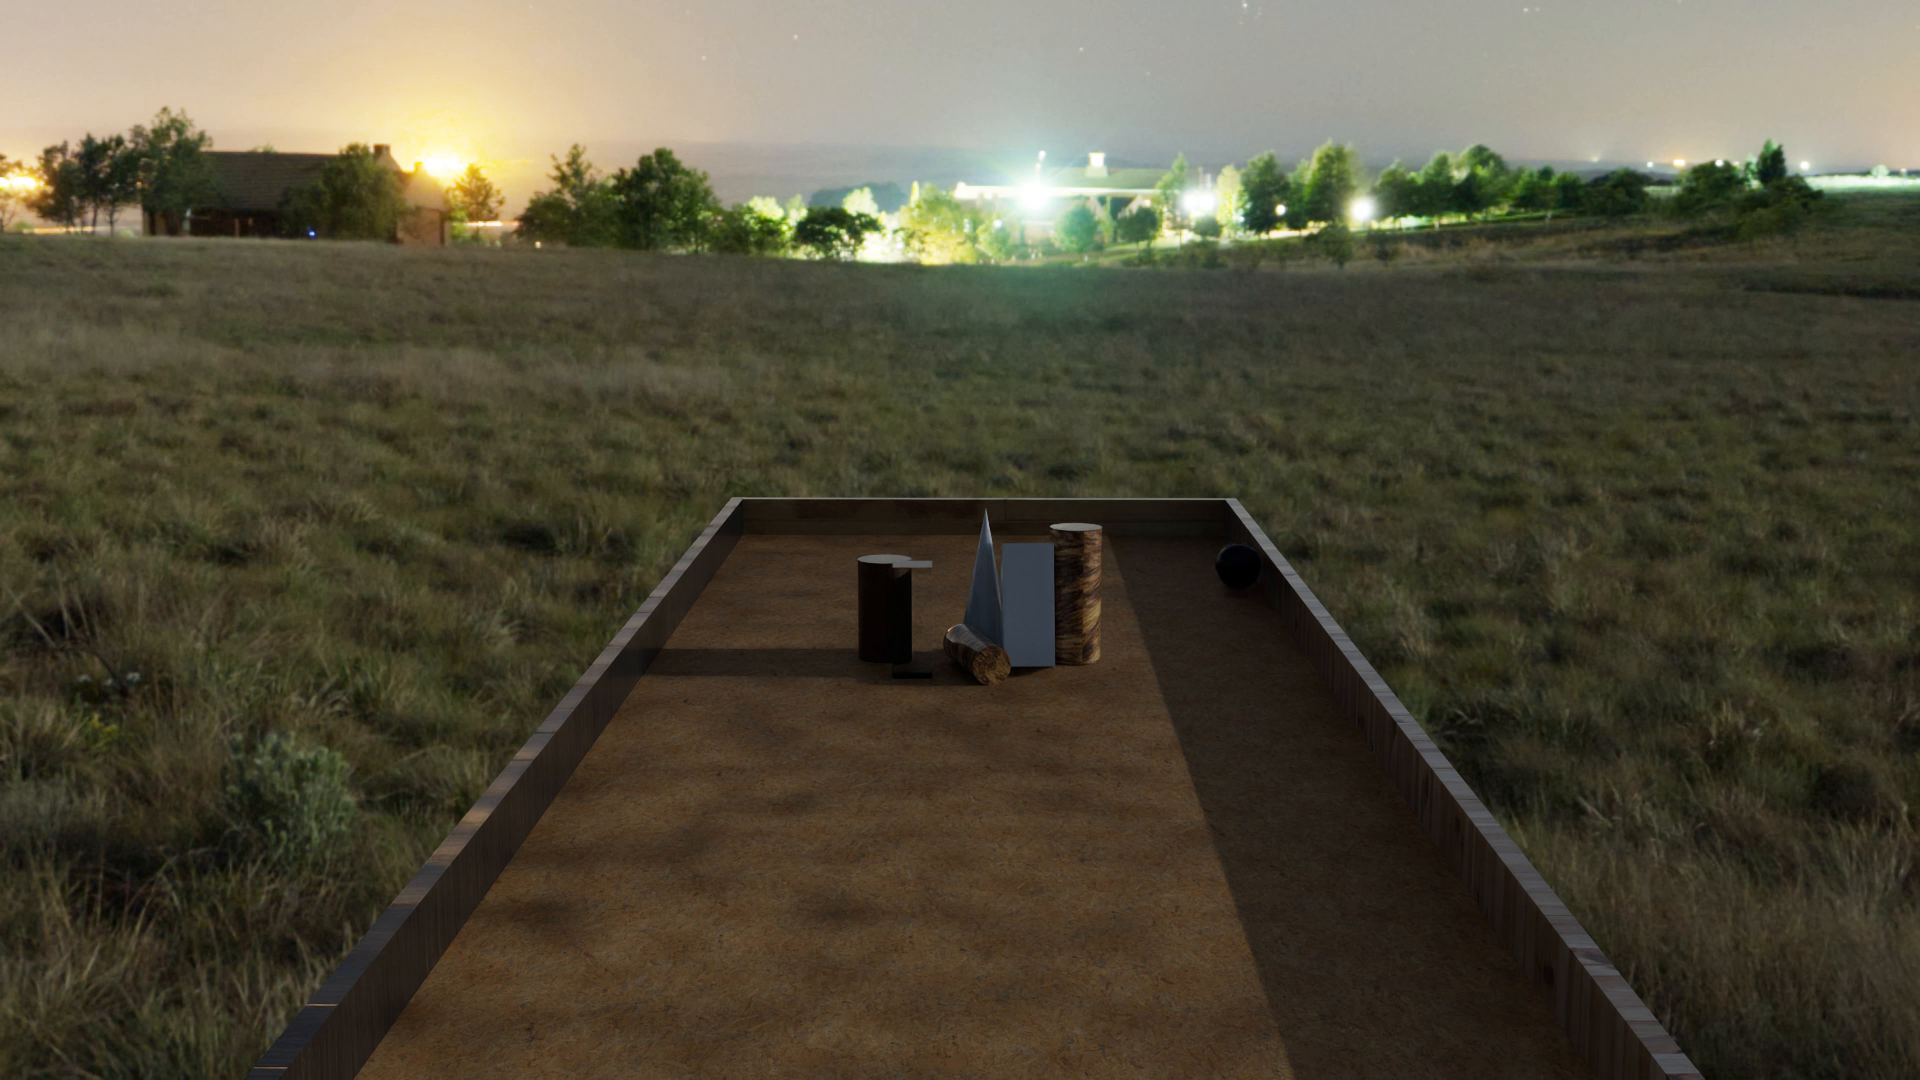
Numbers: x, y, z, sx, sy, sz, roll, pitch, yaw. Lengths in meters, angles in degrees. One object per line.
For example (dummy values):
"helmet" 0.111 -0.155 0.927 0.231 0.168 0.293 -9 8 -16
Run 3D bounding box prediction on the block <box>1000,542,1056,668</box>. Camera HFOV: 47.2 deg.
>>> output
"block" 0.200 0.196 6.537 0.150 0.362 0.150 0 -4 -2

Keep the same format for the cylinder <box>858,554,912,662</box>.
"cylinder" -0.229 0.209 6.718 0.165 0.305 0.165 0 9 0

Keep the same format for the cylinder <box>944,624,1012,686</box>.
"cylinder" 0.048 0.337 6.513 0.116 0.116 0.344 -2 9 -15

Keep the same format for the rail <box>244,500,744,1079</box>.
"rail" -1.004 0.839 3.234 0.050 0.150 12.000 0 9 1

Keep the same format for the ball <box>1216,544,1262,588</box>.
"ball" 1.002 0.093 7.907 0.162 0.162 0.162 0 9 0

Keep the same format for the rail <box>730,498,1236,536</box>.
"rail" 0.099 -0.098 9.147 2.100 0.150 0.050 0 9 1

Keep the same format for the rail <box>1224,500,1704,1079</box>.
"rail" 1.046 0.843 3.208 0.050 0.150 12.000 0 9 1

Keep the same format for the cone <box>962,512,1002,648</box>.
"cone" 0.078 0.127 6.744 0.178 0.458 0.178 0 9 0

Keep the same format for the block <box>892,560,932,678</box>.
"block" -0.139 0.234 6.478 0.115 0.331 0.115 0 9 0

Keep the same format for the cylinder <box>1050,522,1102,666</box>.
"cylinder" 0.349 0.163 6.664 0.159 0.411 0.159 0 9 0
